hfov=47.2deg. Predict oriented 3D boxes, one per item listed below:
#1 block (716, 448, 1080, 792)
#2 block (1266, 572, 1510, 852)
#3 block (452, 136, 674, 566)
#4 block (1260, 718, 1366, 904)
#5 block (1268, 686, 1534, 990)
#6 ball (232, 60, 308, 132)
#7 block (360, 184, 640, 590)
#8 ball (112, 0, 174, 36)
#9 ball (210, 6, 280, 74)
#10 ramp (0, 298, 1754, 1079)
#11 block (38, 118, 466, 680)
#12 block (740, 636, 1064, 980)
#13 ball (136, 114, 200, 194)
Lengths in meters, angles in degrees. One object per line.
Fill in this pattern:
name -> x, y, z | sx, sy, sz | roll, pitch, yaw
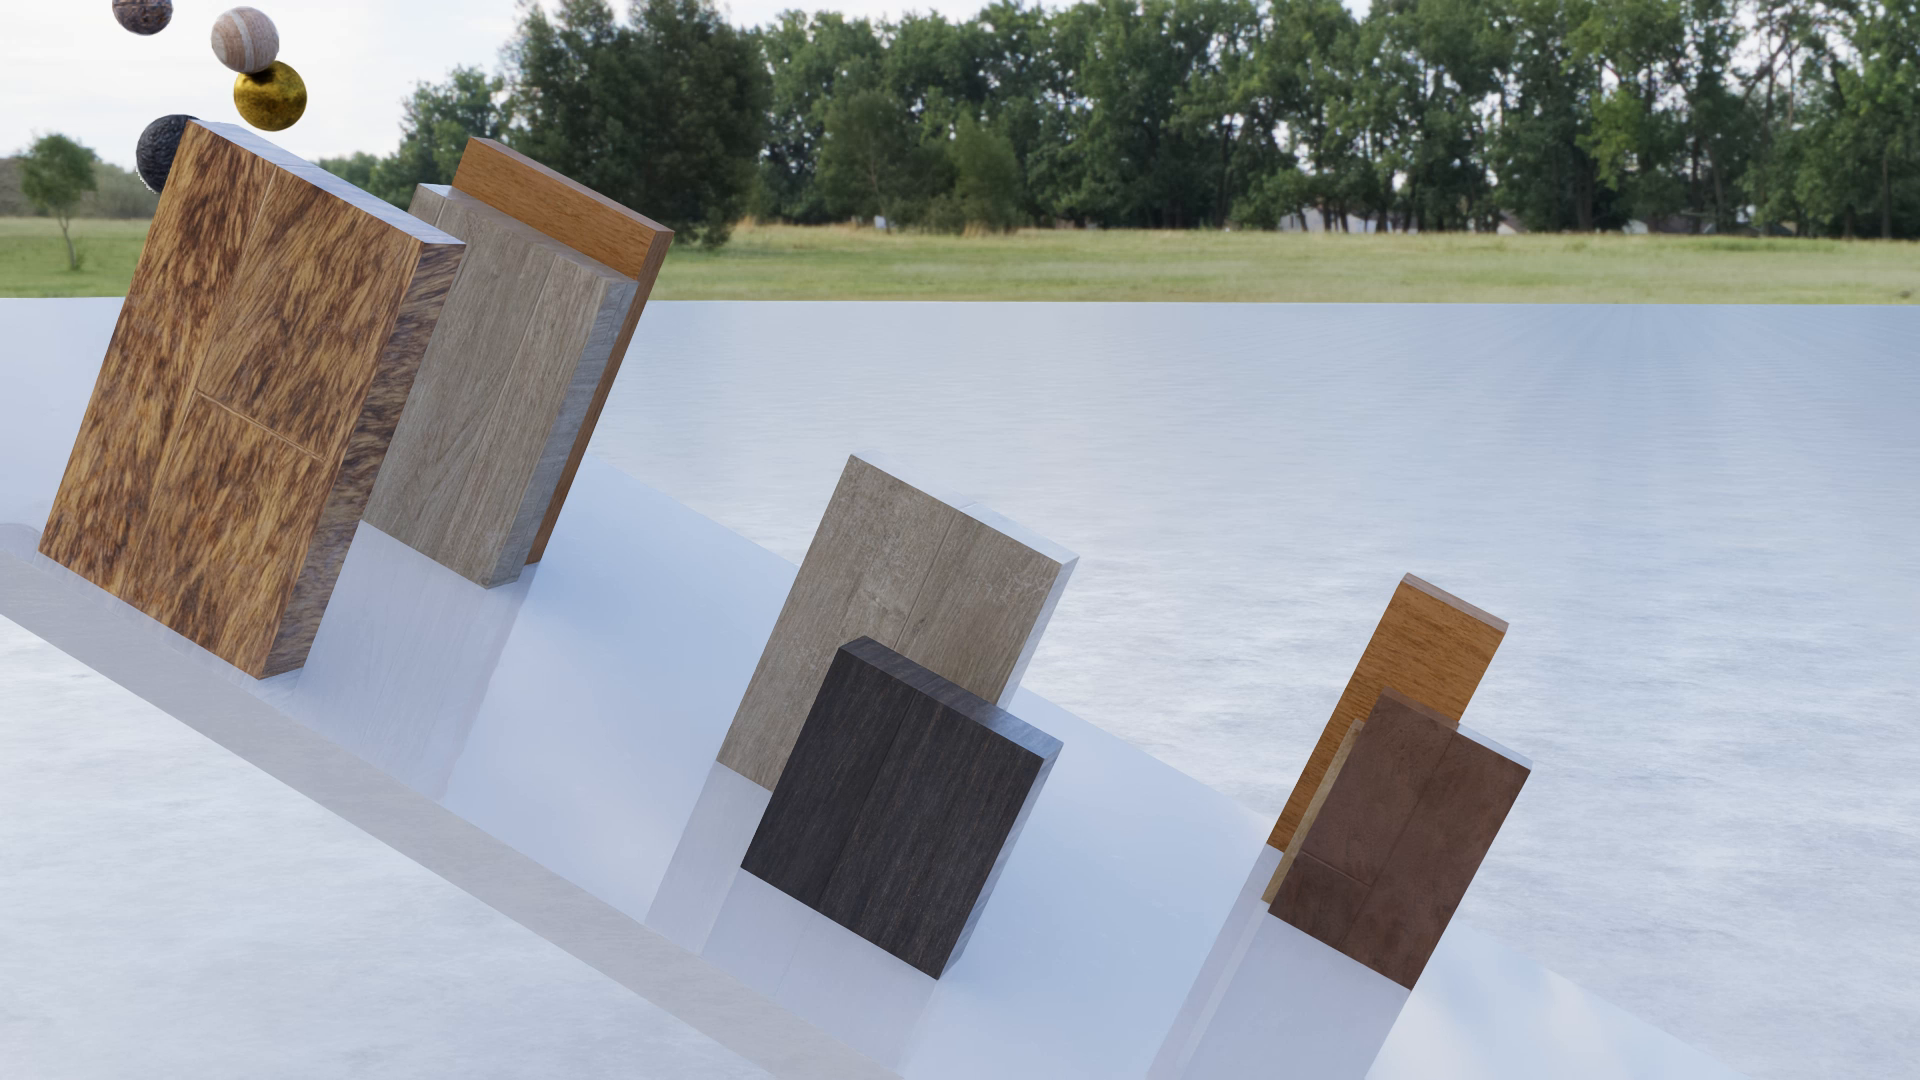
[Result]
block -> -0.113, 0.208, 3.826 | 0.412, 0.606, 0.122 | 28, 14, 12
block -> 0.921, 0.418, 4.743 | 0.240, 0.648, 0.141 | 28, 14, 12
block -> -0.906, -0.373, 4.384 | 0.436, 0.730, 0.088 | 28, 14, 12
block -> 0.804, 0.595, 4.392 | 0.243, 0.404, 0.084 | 28, 14, 12
block -> 0.862, 0.584, 4.320 | 0.317, 0.503, 0.086 | 28, 14, 12
ball -> -1.465, -0.944, 4.671 | 0.152, 0.152, 0.152 | 0, 7, 0
block -> -0.941, -0.295, 4.214 | 0.435, 0.641, 0.122 | 28, 14, 12
ball -> -1.695, -1.106, 4.559 | 0.120, 0.120, 0.120 | 0, 7, 0
ball -> -1.481, -1.036, 4.557 | 0.138, 0.138, 0.138 | 0, 7, 0
ramp -> -0.263, 0.448, 4.170 | 4.000, 0.100, 2.000 | 28, 14, 12
block -> -1.107, -0.216, 3.416 | 0.442, 0.738, 0.120 | 28, 14, 12
block -> -0.094, 0.421, 3.485 | 0.366, 0.403, 0.121 | 28, 14, 12
ball -> -1.569, -0.772, 4.431 | 0.172, 0.172, 0.172 | 0, 7, 0
